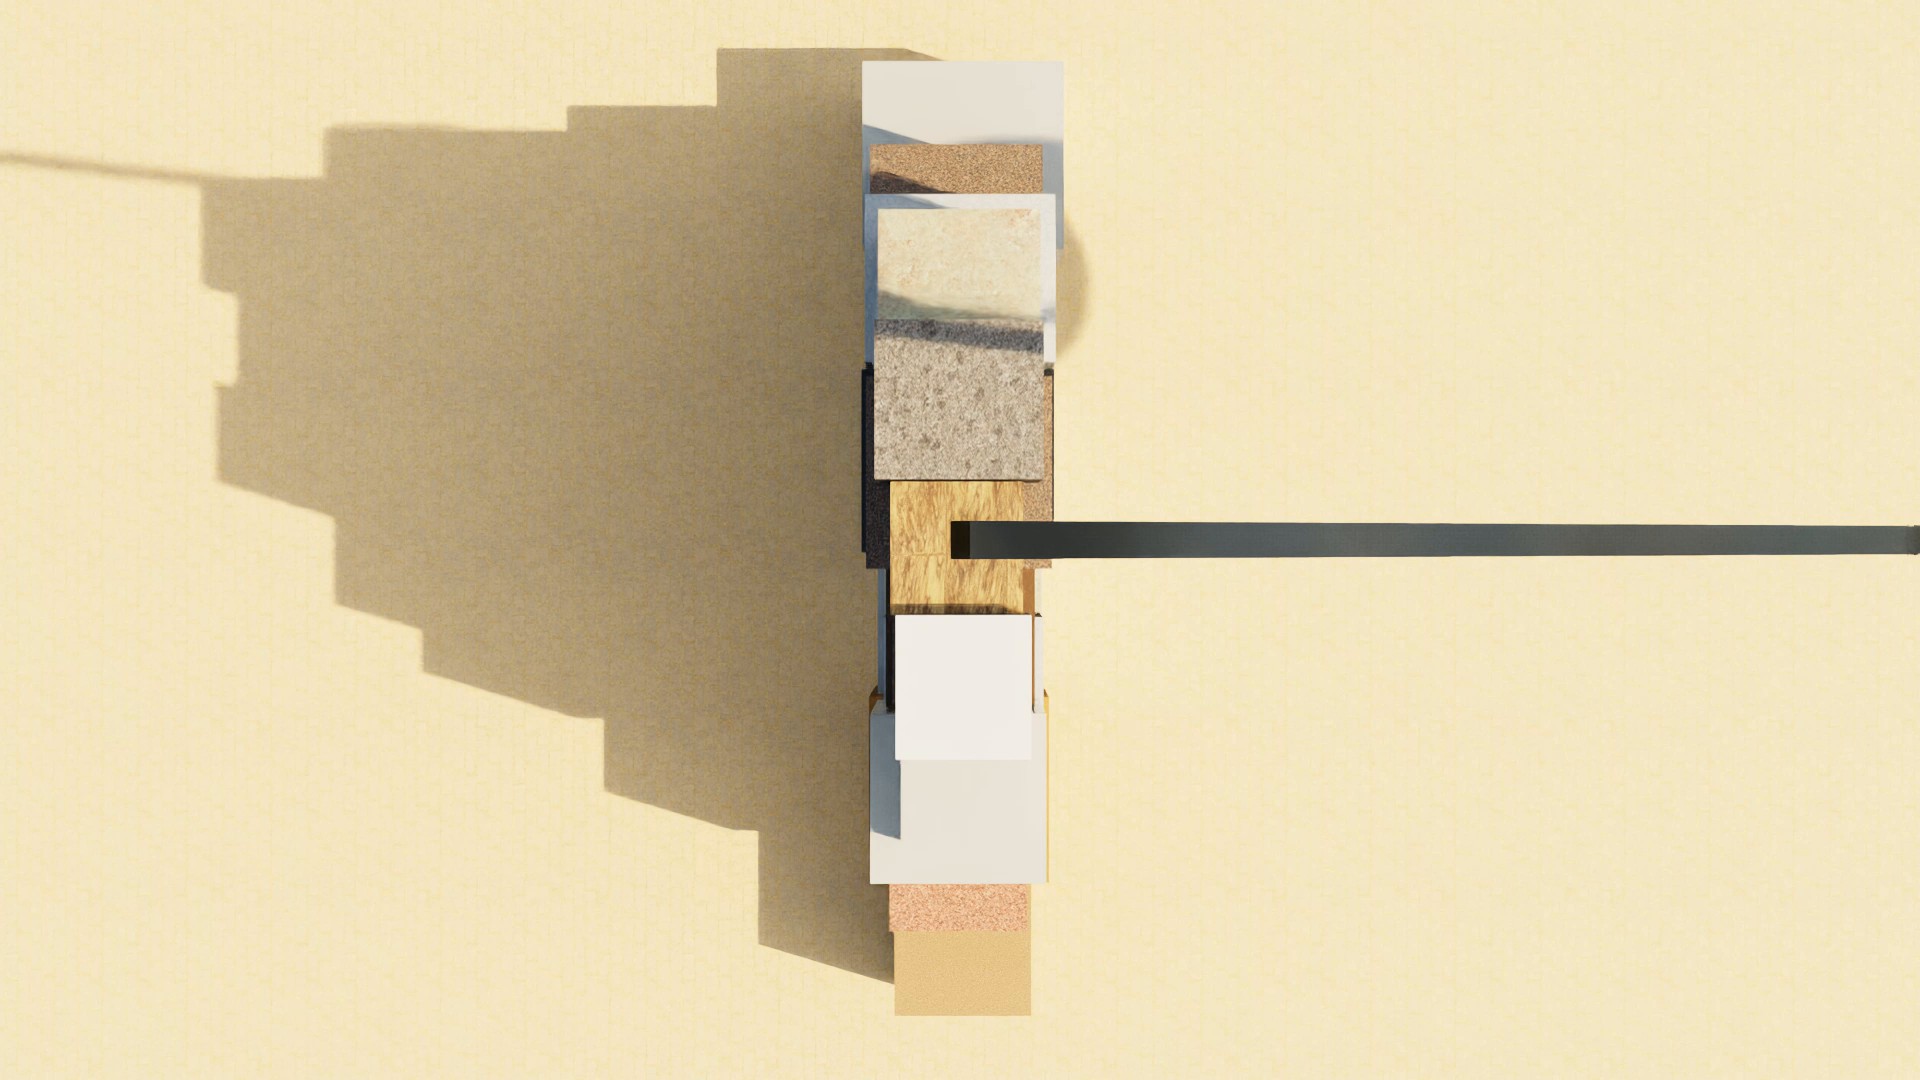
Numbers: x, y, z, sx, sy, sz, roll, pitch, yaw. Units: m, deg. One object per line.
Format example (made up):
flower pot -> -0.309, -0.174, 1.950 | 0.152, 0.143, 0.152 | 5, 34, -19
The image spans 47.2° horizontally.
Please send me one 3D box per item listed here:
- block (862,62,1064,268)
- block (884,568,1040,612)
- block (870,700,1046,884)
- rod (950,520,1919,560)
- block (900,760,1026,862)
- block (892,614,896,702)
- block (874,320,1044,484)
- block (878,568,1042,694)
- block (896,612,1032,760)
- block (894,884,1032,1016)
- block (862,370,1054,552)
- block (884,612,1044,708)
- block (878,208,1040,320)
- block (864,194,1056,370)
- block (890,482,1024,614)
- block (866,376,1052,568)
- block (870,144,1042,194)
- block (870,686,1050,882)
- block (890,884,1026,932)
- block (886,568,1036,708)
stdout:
block -> 0.017, -2.122, 12.559 | 1.110, 0.881, 1.034 | 0, 90, 0
block -> 0.015, 0.035, 11.826 | 0.814, 0.679, 0.688 | 0, 89, 0
block -> -0.008, 1.213, 10.755 | 0.825, 0.901, 0.795 | 0, 90, 0
rod -> 2.234, 0.000, 5.908 | 5.200, 0.080, 0.080 | 0, 90, -31
block -> 0.013, 1.084, 9.974 | 0.545, 0.661, 0.659 | 0, 90, 0
block -> -0.010, 0.437, 10.313 | 0.595, 0.529, 0.615 | 0, 90, 0
block -> -0.003, -0.574, 9.300 | 0.690, 0.674, 0.650 | 0, 90, 0
block -> -0.002, 0.476, 12.582 | 0.906, 0.836, 0.748 | 0, 90, 0
block -> 0.015, 0.606, 9.306 | 0.554, 0.680, 0.587 | 0, 89, 0
block -> 0.016, 2.263, 12.595 | 0.758, 0.811, 0.751 | 0, 90, 0
block -> -0.010, -0.372, 10.736 | 0.905, 0.816, 0.858 | 0, 90, 0
block -> 0.017, 0.803, 11.629 | 0.816, 0.848, 0.819 | 0, 90, 0
block -> -0.002, -1.101, 10.019 | 0.717, 0.654, 0.681 | 0, 86, 0
block -> 0.001, -1.222, 10.754 | 0.898, 0.781, 0.796 | 0, 88, 0
block -> -0.013, 0.032, 9.376 | 0.549, 0.524, 0.553 | 0, 90, 0
block -> -0.004, -0.297, 9.983 | 0.816, 0.690, 0.843 | 0, 90, 0
block -> -0.019, -1.585, 11.619 | 0.879, 0.880, 0.852 | 0, 90, 0
block -> -0.005, 1.369, 12.527 | 0.987, 0.947, 1.017 | 0, 90, 0
block -> -0.009, 1.616, 11.675 | 0.706, 0.755, 0.789 | 0, 90, 0
block -> 0.003, 0.435, 10.892 | 0.717, 0.627, 0.742 | 0, 90, 0
